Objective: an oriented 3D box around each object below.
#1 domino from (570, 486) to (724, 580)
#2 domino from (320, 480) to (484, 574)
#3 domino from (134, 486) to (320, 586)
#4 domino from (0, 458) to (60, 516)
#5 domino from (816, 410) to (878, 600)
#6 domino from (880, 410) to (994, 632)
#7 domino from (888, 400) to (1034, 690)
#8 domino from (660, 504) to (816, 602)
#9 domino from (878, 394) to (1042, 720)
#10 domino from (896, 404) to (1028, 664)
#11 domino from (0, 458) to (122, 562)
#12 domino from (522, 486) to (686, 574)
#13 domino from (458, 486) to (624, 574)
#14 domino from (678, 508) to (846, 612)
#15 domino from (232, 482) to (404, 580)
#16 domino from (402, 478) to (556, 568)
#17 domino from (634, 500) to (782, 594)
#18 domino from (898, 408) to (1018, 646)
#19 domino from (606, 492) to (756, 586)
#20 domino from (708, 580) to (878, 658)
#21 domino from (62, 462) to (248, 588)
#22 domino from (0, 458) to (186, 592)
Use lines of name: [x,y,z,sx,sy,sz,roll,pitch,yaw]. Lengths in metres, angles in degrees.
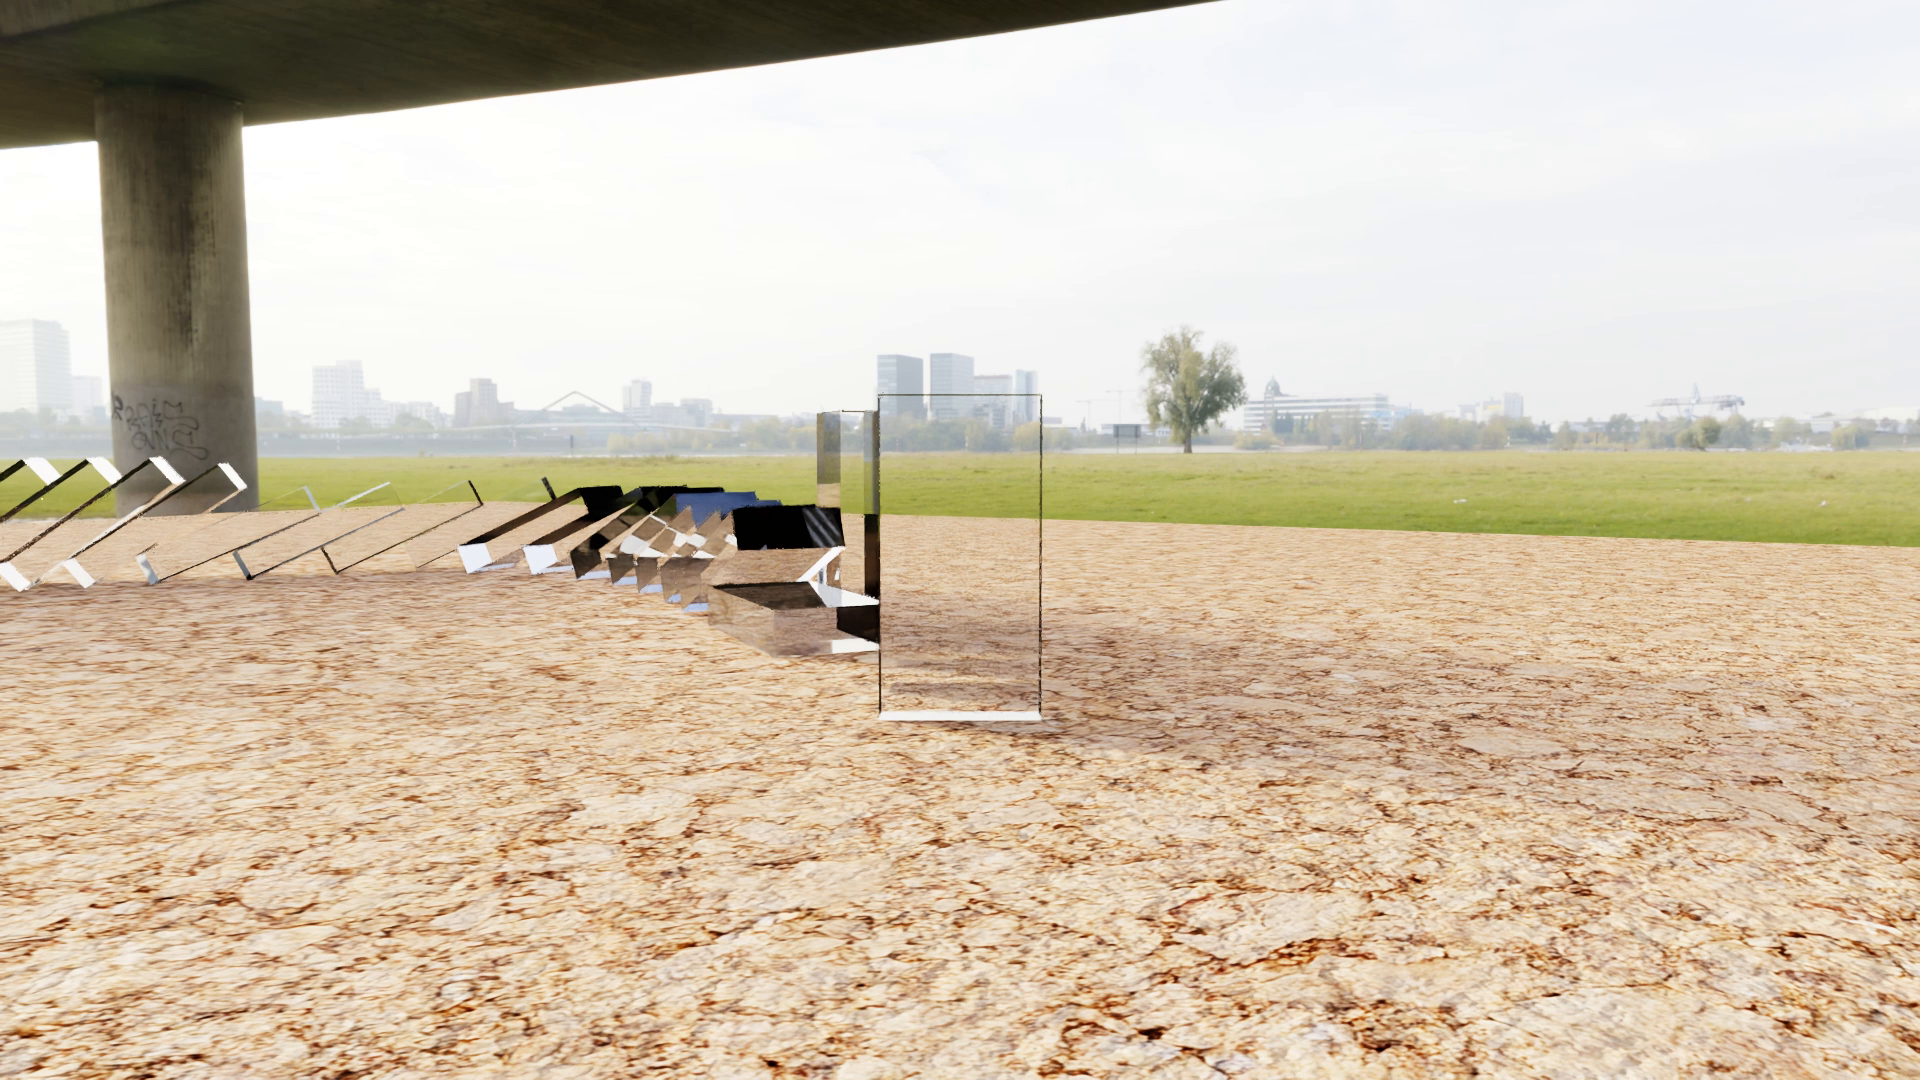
domino: [-0.096,-0.002,0.397,0.050,0.010,0.025,-28,-15,39]
domino: [-0.186,-0.005,0.429,0.050,0.010,0.025,-29,13,-20]
domino: [-0.230,-0.002,0.405,0.050,0.009,0.025,-27,15,-21]
domino: [-0.289,-0.005,0.373,0.050,0.010,0.025,-41,19,-16]
domino: [-0.026,-0.005,0.304,0.010,0.050,0.025,-1,5,-19]
domino: [-0.005,-0.005,0.300,0.025,0.050,0.010,-2,5,-30]
domino: [0.000,0.001,0.226,0.025,0.050,0.010,0,4,1]
domino: [-0.058,0.004,0.332,0.025,0.010,0.050,-3,-17,-31]
domino: [0.000,0.002,0.201,0.025,0.050,0.010,0,4,0]
domino: [0.000,-0.001,0.251,0.025,0.050,0.010,0,4,-1]
domino: [-0.275,-0.005,0.379,0.050,0.009,0.025,-42,19,-16]
domino: [-0.114,-0.003,0.417,0.050,0.010,0.025,-24,-6,22]
domino: [-0.138,-0.004,0.427,0.050,0.010,0.025,-23,-2,16]
domino: [-0.048,0.005,0.305,0.025,0.009,0.050,-2,-17,-27]
domino: [-0.207,-0.004,0.417,0.050,0.010,0.025,-29,15,-21]
domino: [-0.164,-0.006,0.440,0.050,0.010,0.025,-29,11,-21]
domino: [-0.070,0.002,0.354,0.025,0.010,0.050,-3,-17,-33]
domino: [-0.001,-0.003,0.275,0.025,0.050,0.010,0,4,-4]
domino: [-0.082,0.000,0.376,0.025,0.010,0.050,-3,-18,-39]
domino: [-0.037,0.017,0.283,0.025,0.009,0.050,-2,5,-26]
domino: [-0.247,-0.005,0.396,0.050,0.009,0.025,-39,18,-17]
domino: [-0.261,-0.006,0.387,0.050,0.010,0.025,-41,19,-16]
